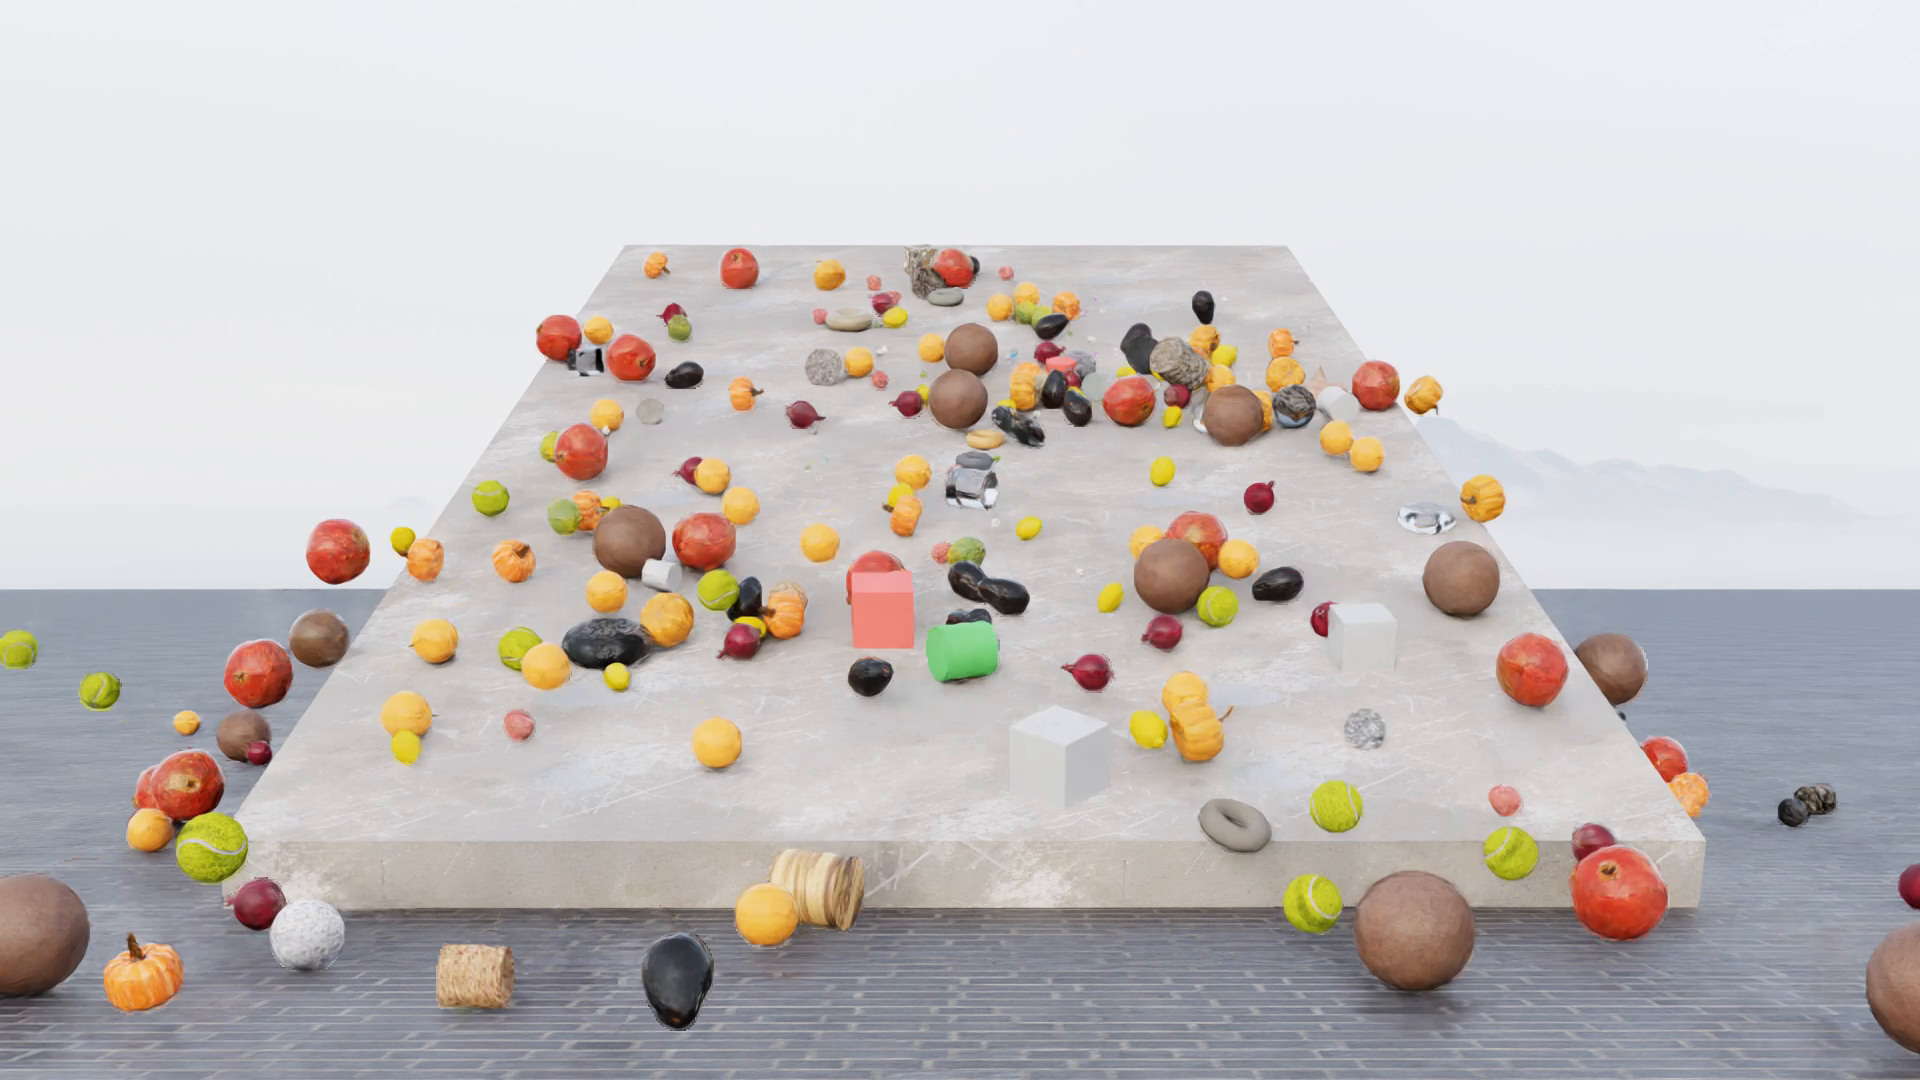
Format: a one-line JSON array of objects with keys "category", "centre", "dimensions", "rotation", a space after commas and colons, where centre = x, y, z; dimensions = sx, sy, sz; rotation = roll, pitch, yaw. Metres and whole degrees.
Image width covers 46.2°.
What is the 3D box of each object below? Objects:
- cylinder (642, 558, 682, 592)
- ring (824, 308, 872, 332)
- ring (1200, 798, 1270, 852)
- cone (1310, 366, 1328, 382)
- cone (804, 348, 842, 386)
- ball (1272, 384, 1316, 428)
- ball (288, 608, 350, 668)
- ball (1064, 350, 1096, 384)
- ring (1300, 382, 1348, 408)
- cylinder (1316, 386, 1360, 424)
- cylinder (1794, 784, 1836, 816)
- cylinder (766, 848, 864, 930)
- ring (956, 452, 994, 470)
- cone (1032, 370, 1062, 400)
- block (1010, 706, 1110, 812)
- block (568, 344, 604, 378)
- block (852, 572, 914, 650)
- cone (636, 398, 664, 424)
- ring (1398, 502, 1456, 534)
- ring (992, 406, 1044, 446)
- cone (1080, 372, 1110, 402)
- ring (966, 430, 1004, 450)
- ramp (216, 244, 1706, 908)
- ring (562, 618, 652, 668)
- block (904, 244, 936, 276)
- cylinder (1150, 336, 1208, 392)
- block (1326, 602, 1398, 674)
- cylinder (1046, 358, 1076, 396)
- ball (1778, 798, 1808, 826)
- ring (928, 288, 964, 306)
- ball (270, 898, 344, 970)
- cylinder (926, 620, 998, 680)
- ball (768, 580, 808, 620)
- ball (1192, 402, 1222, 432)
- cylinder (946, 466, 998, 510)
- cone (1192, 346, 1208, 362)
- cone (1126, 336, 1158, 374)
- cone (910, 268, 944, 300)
[{"category": "cylinder", "centre": [-0.522, 0.062, 3.939], "dimensions": [0.051, 0.051, 0.051], "rotation": [9, 2, 22]}, {"category": "ring", "centre": [-0.287, -0.567, 5.793], "dimensions": [0.123, 0.041, 0.123], "rotation": [-1, 19, 0]}, {"category": "ring", "centre": [0.369, 0.382, 3.015], "dimensions": [0.101, 0.034, 0.101], "rotation": [15, 24, -7]}, {"category": "cone", "centre": [0.834, -0.377, 5.217], "dimensions": [0.058, 0.058, 0.058], "rotation": [0, 19, 0]}, {"category": "cone", "centre": [-0.305, -0.396, 5.291], "dimensions": [0.093, 0.093, 0.093], "rotation": [0, -9, 19]}, {"category": "ball", "centre": [0.729, -0.292, 4.913], "dimensions": [0.095, 0.095, 0.095], "rotation": [0, -1, 0]}, {"category": "ball", "centre": [-1.028, 0.158, 3.612], "dimensions": [0.095, 0.095, 0.095], "rotation": [0, -1, 0]}, {"category": "ball", "centre": [0.277, -0.403, 5.255], "dimensions": [0.081, 0.081, 0.081], "rotation": [0, -1, 0]}, {"category": "ring", "centre": [0.822, -0.330, 5.106], "dimensions": [0.122, 0.041, 0.122], "rotation": [1, 19, 0]}, {"category": "cylinder", "centre": [0.834, -0.298, 4.970], "dimensions": [0.069, 0.069, 0.069], "rotation": [0, 18, -19]}, {"category": "cylinder", "centre": [1.620, 0.493, 4.264], "dimensions": [0.055, 0.055, 0.055], "rotation": [0, -1, -35]}, {"category": "cylinder", "centre": [-0.181, 0.438, 2.829], "dimensions": [0.092, 0.092, 0.092], "rotation": [5, 1, 22]}, {"category": "ring", "centre": [0.030, -0.163, 4.639], "dimensions": [0.077, 0.026, 0.077], "rotation": [0, 18, 0]}, {"category": "cone", "centre": [0.184, -0.336, 5.130], "dimensions": [0.076, 0.076, 0.076], "rotation": [0, -24, -22]}, {"category": "block", "centre": [0.139, 0.305, 3.157], "dimensions": [0.099, 0.099, 0.099], "rotation": [16, 24, 38]}, {"category": "block", "centre": [-0.891, -0.428, 5.353], "dimensions": [0.061, 0.061, 0.061], "rotation": [-14, 23, -35]}, {"category": "block", "centre": [-0.128, 0.115, 3.712], "dimensions": [0.098, 0.098, 0.098], "rotation": [-1, 19, -3]}, {"category": "cone", "centre": [-0.679, -0.279, 4.970], "dimensions": [0.061, 0.061, 0.061], "rotation": [0, -8, 0]}, {"category": "ring", "centre": [0.886, -0.042, 4.272], "dimensions": [0.111, 0.037, 0.111], "rotation": [1, 19, 0]}, {"category": "ring", "centre": [0.123, -0.242, 4.772], "dimensions": [0.126, 0.042, 0.126], "rotation": [31, 11, -7]}, {"category": "cone", "centre": [0.307, -0.343, 5.157], "dimensions": [0.067, 0.067, 0.067], "rotation": [0, -8, -3]}, {"category": "ring", "centre": [0.053, -0.214, 4.784], "dimensions": [0.081, 0.027, 0.081], "rotation": [0, 20, 0]}, {"category": "ramp", "centre": [-0.004, -0.196, 4.929], "dimensions": [2.000, 0.100, 4.000], "rotation": [0, 19, 0]}, {"category": "ring", "centre": [-0.570, 0.167, 3.637], "dimensions": [0.146, 0.049, 0.146], "rotation": [0, 19, 0]}, {"category": "block", "centre": [-0.113, -0.796, 6.408], "dimensions": [0.076, 0.076, 0.076], "rotation": [-6, 20, -16]}, {"category": "cylinder", "centre": [0.494, -0.397, 5.080], "dimensions": [0.094, 0.094, 0.094], "rotation": [-1, -27, 46]}, {"category": "block", "centre": [0.644, 0.157, 3.612], "dimensions": [0.086, 0.086, 0.086], "rotation": [-2, 19, -7]}, {"category": "cylinder", "centre": [0.232, -0.378, 5.196], "dimensions": [0.072, 0.072, 0.072], "rotation": [0, 19, 0]}, {"category": "ball", "centre": [1.505, 0.492, 4.068], "dimensions": [0.052, 0.052, 0.052], "rotation": [0, -1, 0]}, {"category": "ring", "centre": [-0.037, -0.653, 6.058], "dimensions": [0.097, 0.032, 0.097], "rotation": [-3, 22, 1]}, {"category": "ball", "centre": [-0.742, 0.449, 2.561], "dimensions": [0.082, 0.082, 0.082], "rotation": [0, -1, 0]}, {"category": "cylinder", "centre": [0.003, 0.175, 3.551], "dimensions": [0.086, 0.086, 0.086], "rotation": [-5, 1, -24]}, {"category": "ball", "centre": [-0.291, 0.103, 3.798], "dimensions": [0.067, 0.067, 0.067], "rotation": [0, -1, 0]}, {"category": "ball", "centre": [0.534, -0.266, 4.879], "dimensions": [0.065, 0.065, 0.065], "rotation": [0, -1, 0]}, {"category": "cylinder", "centre": [0.023, -0.101, 4.373], "dimensions": [0.076, 0.076, 0.076], "rotation": [9, 3, 26]}, {"category": "cone", "centre": [0.561, -0.423, 5.392], "dimensions": [0.067, 0.067, 0.067], "rotation": [0, -8, 3]}, {"category": "cone", "centre": [0.435, -0.433, 5.404], "dimensions": [0.093, 0.093, 0.093], "rotation": [0, -8, -8]}, {"category": "cone", "centre": [-0.088, -0.688, 6.146], "dimensions": [0.090, 0.090, 0.090], "rotation": [0, -8, 0]}]
